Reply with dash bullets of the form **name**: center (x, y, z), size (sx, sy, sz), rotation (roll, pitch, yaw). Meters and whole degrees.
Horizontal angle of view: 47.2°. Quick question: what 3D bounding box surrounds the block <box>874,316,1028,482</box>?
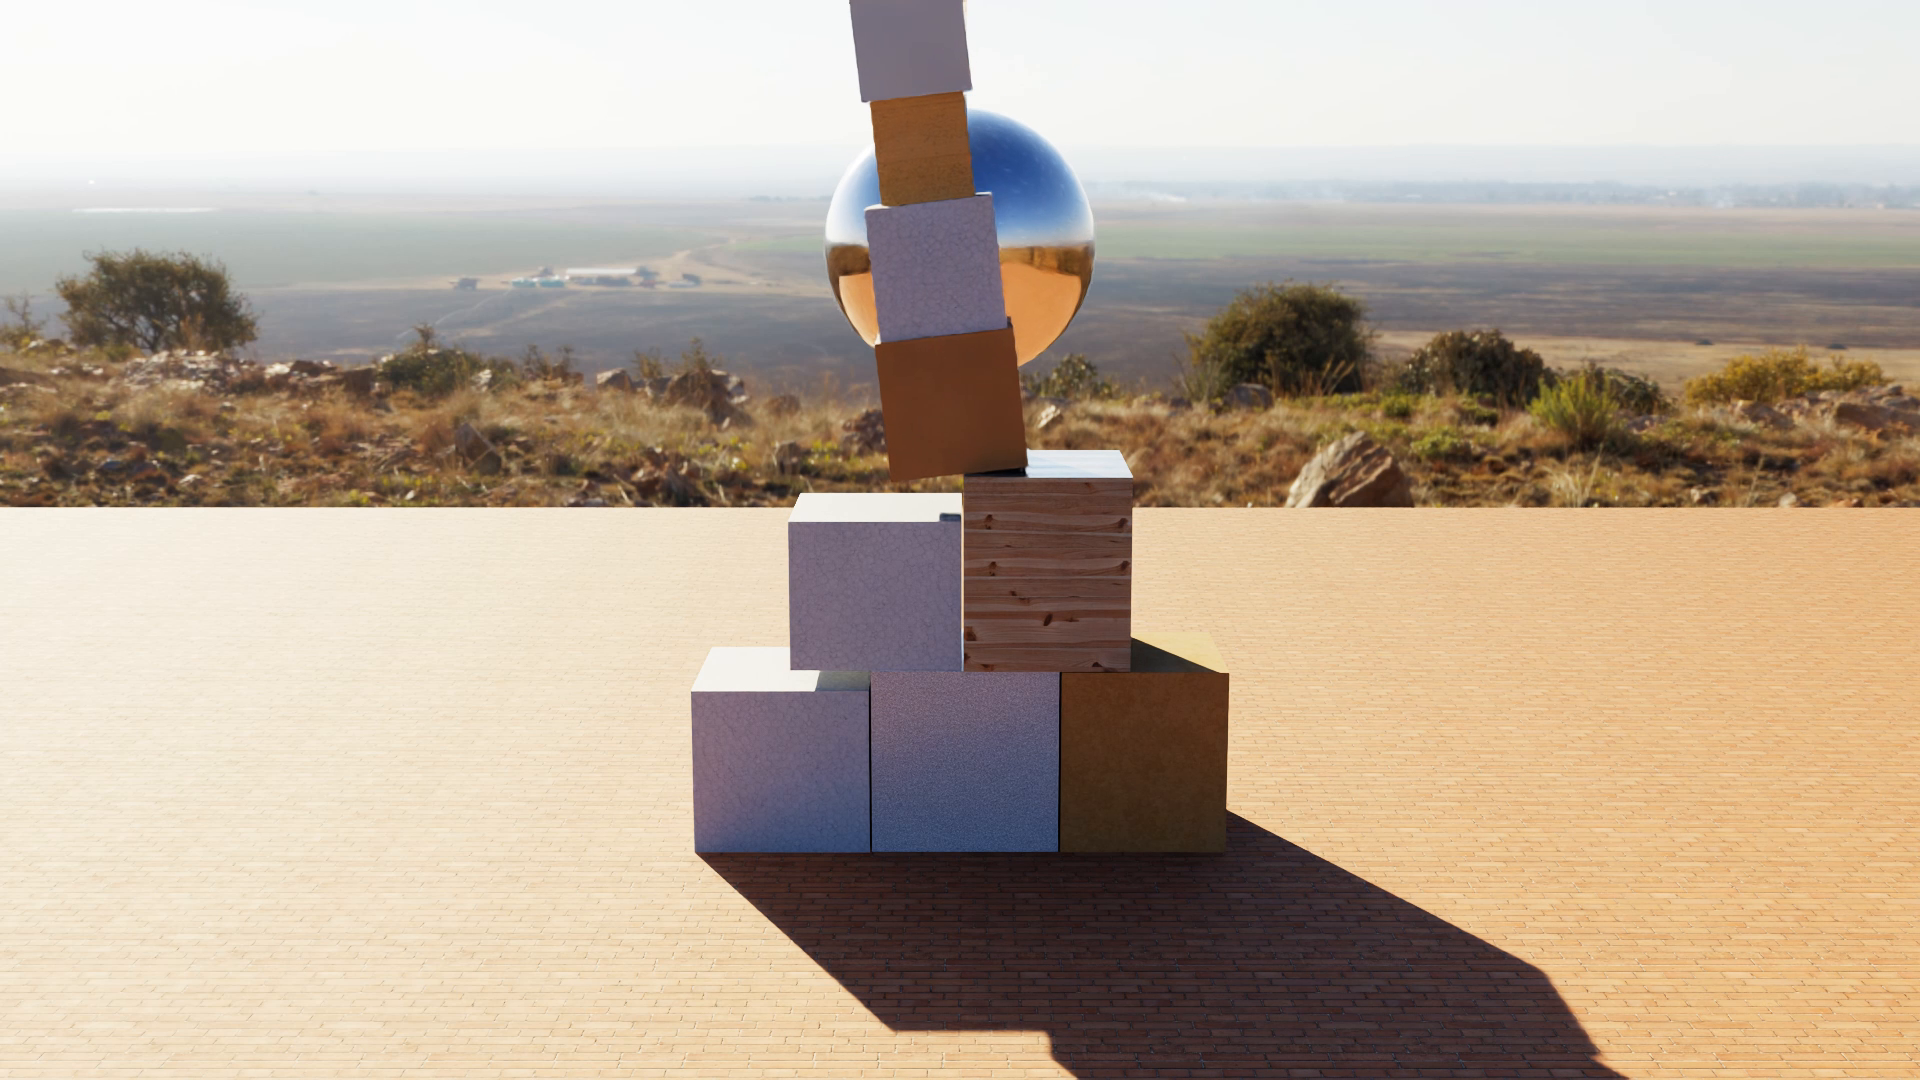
- **block**: center (-0.039, -0.717, 11.043), size (0.677, 0.681, 0.708), rotation (-6, 10, 1)

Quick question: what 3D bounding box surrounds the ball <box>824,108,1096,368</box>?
- **ball**: center (0.000, -1.738, 12.973), size (1.600, 1.600, 1.600), rotation (0, 10, 0)

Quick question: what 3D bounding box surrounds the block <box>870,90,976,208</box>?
- **block**: center (-0.181, -1.926, 10.835), size (0.455, 0.504, 0.461), rotation (-6, 10, 1)

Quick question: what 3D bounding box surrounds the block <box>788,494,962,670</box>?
- **block**: center (-0.415, 0.199, 11.207), size (0.847, 0.746, 0.868), rotation (0, 10, 0)

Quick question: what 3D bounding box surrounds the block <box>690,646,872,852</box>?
- **block**: center (-0.888, 1.067, 11.379), size (0.877, 0.830, 0.957), rotation (0, 10, 0)

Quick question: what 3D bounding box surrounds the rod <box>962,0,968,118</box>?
- **rod**: center (0.000, -4.666, 11.245), size (0.080, 5.200, 0.080), rotation (0, 31, 0)

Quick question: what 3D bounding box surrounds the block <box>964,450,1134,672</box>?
- **block**: center (0.428, 0.088, 11.197), size (0.821, 0.968, 0.939), rotation (0, 10, 0)

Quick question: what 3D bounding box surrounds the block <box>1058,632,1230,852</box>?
- **block**: center (0.914, 1.025, 11.353), size (0.826, 0.921, 0.908), rotation (0, 10, 0)

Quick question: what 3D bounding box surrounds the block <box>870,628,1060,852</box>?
- **block**: center (0.025, 1.017, 11.384), size (0.930, 0.926, 0.959), rotation (0, 10, 0)

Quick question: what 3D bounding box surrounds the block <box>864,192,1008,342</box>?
- **block**: center (-0.115, -1.365, 10.929), size (0.621, 0.642, 0.675), rotation (-6, 10, 1)

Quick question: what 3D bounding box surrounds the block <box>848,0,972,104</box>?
- **block**: center (-0.234, -2.402, 10.723), size (0.536, 0.477, 0.578), rotation (-7, 10, 1)
